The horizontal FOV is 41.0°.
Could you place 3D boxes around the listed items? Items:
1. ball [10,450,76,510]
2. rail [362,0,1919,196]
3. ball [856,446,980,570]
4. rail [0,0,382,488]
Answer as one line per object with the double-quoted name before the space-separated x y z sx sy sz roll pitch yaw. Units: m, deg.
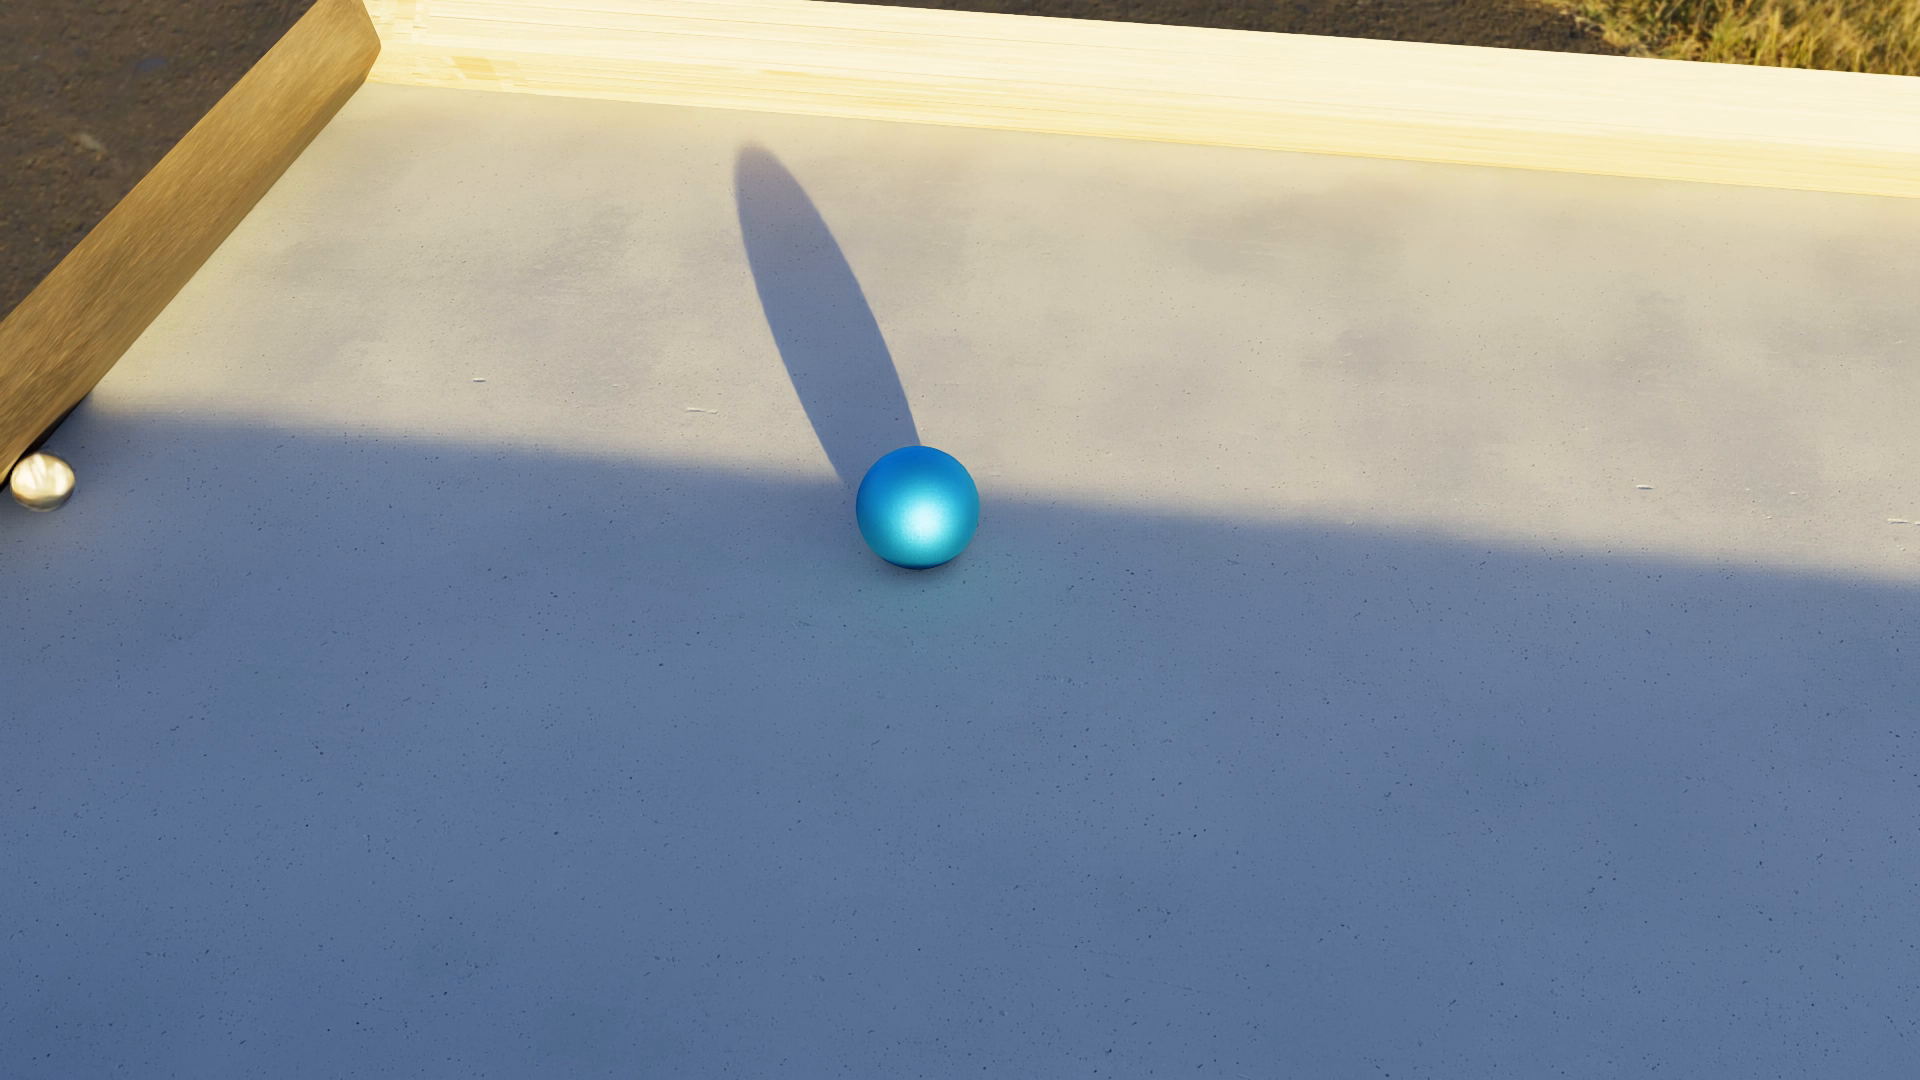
"ball" -0.741 -0.048 2.074 0.049 0.049 0.049 0 34 0
"rail" 0.923 -0.382 2.496 3.195 0.126 0.045 6 35 8
"ball" -0.033 -0.025 1.998 0.097 0.097 0.097 0 34 0
"rail" -0.763 -0.098 2.077 0.045 0.126 1.626 6 35 8
